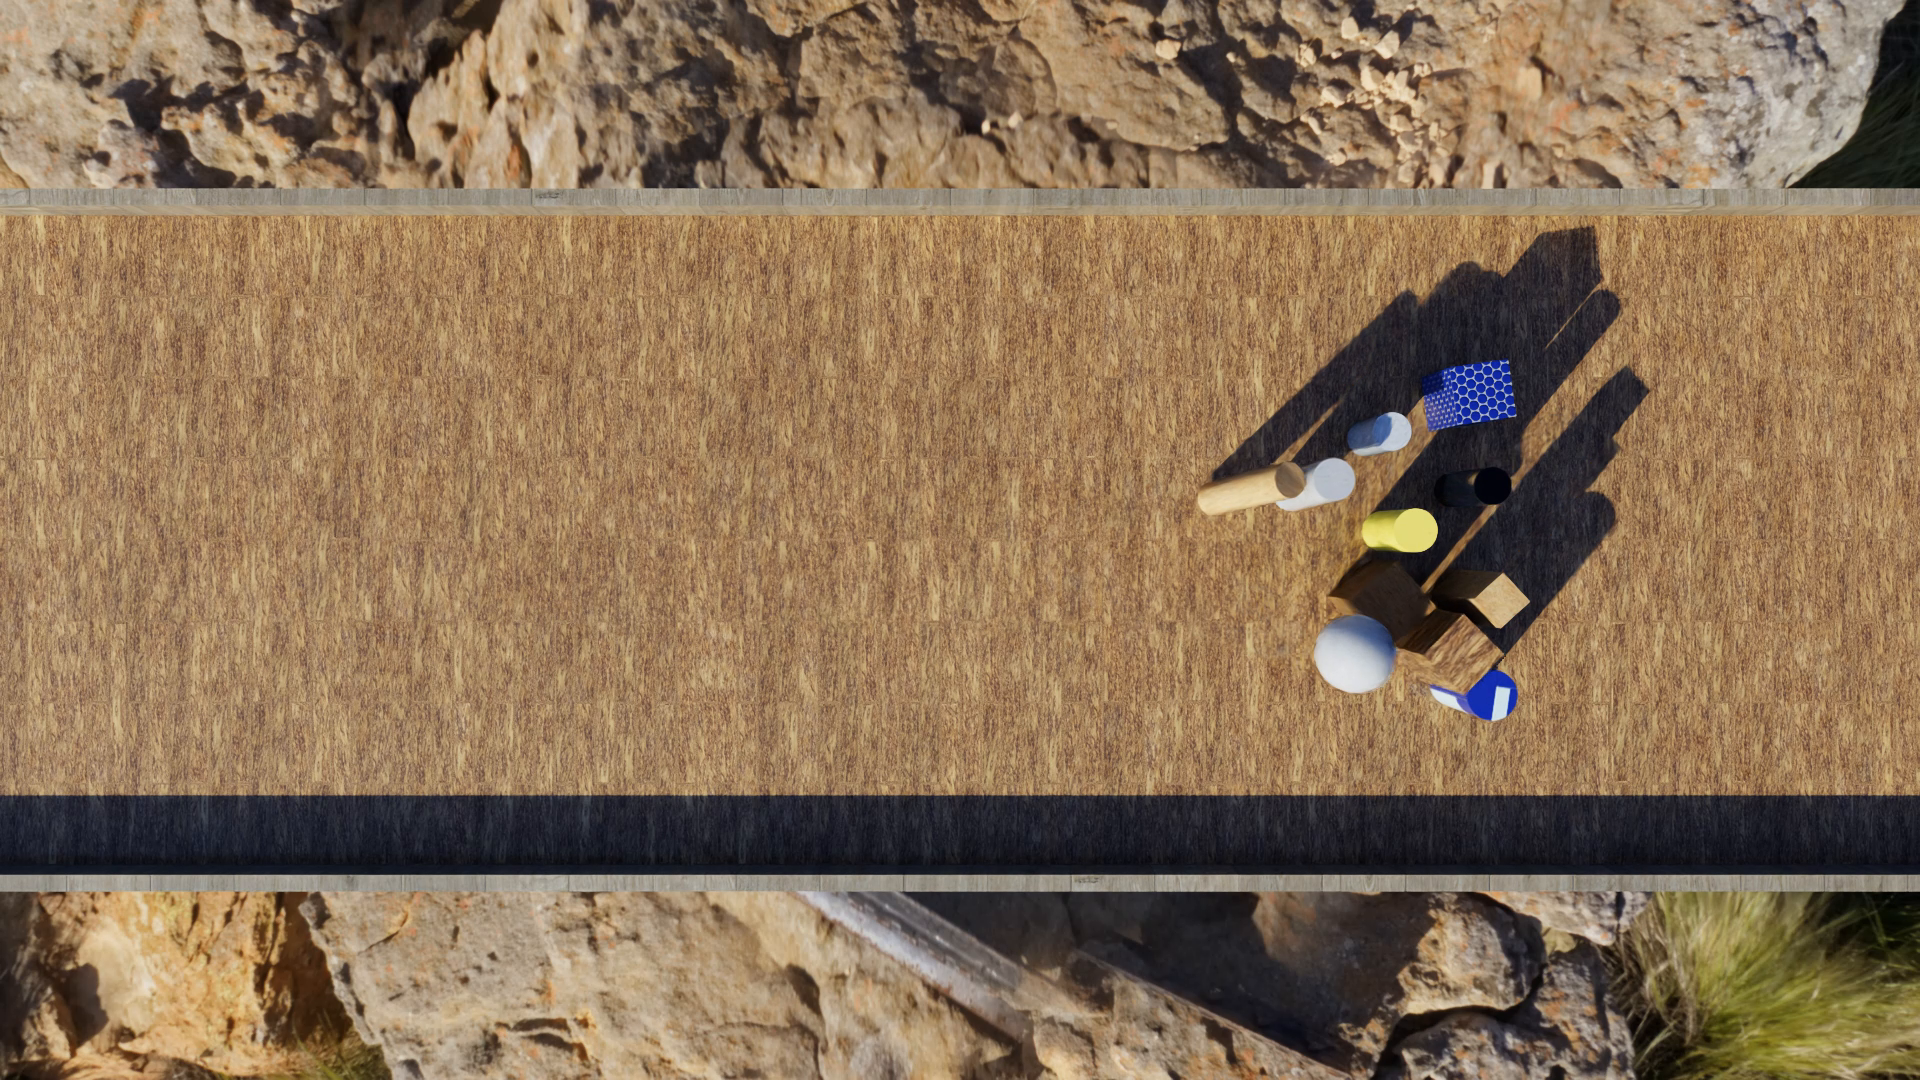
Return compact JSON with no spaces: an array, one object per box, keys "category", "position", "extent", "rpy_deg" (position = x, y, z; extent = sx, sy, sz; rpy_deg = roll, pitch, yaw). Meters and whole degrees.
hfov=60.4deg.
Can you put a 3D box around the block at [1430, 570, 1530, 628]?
[{"category":"block","position":[1.524,0.170,4.857],"extent":[0.112,0.440,0.112],"rpy_deg":[-42,90,0]}]

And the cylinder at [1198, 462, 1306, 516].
[{"category":"cylinder","position":[0.856,-0.148,4.871],"extent":[0.104,0.405,0.104],"rpy_deg":[3,82,-24]}]

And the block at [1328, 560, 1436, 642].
[{"category":"block","position":[1.255,0.184,4.922],"extent":[0.176,0.310,0.176],"rpy_deg":[-40,90,0]}]

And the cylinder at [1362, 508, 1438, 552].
[{"category":"cylinder","position":[1.300,-0.027,4.891],"extent":[0.125,0.372,0.125],"rpy_deg":[0,90,0]}]

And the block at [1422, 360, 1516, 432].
[{"category":"block","position":[1.513,-0.428,4.922],"extent":[0.168,0.309,0.168],"rpy_deg":[-8,90,0]}]

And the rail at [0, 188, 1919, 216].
[{"category":"rail","position":[-2.247,-1.025,5.002],"extent":[12.000,0.150,0.050],"rpy_deg":[0,90,0]}]

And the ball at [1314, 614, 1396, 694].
[{"category":"ball","position":[1.128,0.324,4.712],"extent":[0.227,0.227,0.227],"rpy_deg":[0,90,0]}]

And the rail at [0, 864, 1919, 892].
[{"category":"rail","position":[-2.247,1.025,5.001],"extent":[12.000,0.150,0.050],"rpy_deg":[0,90,0]}]

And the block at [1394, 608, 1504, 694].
[{"category":"block","position":[1.420,0.321,4.865],"extent":[0.163,0.419,0.163],"rpy_deg":[45,90,-1]}]

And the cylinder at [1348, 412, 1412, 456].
[{"category":"cylinder","position":[1.247,-0.313,4.916],"extent":[0.111,0.320,0.111],"rpy_deg":[0,90,0]}]

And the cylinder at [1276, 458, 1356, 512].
[{"category":"cylinder","position":[1.035,-0.159,4.854],"extent":[0.121,0.436,0.121],"rpy_deg":[0,87,-4]}]

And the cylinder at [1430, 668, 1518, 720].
[{"category":"cylinder","position":[1.519,0.441,4.895],"extent":[0.146,0.359,0.146],"rpy_deg":[0,91,-1]}]

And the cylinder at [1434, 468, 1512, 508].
[{"category":"cylinder","position":[1.513,-0.154,4.880],"extent":[0.108,0.392,0.108],"rpy_deg":[0,90,0]}]
